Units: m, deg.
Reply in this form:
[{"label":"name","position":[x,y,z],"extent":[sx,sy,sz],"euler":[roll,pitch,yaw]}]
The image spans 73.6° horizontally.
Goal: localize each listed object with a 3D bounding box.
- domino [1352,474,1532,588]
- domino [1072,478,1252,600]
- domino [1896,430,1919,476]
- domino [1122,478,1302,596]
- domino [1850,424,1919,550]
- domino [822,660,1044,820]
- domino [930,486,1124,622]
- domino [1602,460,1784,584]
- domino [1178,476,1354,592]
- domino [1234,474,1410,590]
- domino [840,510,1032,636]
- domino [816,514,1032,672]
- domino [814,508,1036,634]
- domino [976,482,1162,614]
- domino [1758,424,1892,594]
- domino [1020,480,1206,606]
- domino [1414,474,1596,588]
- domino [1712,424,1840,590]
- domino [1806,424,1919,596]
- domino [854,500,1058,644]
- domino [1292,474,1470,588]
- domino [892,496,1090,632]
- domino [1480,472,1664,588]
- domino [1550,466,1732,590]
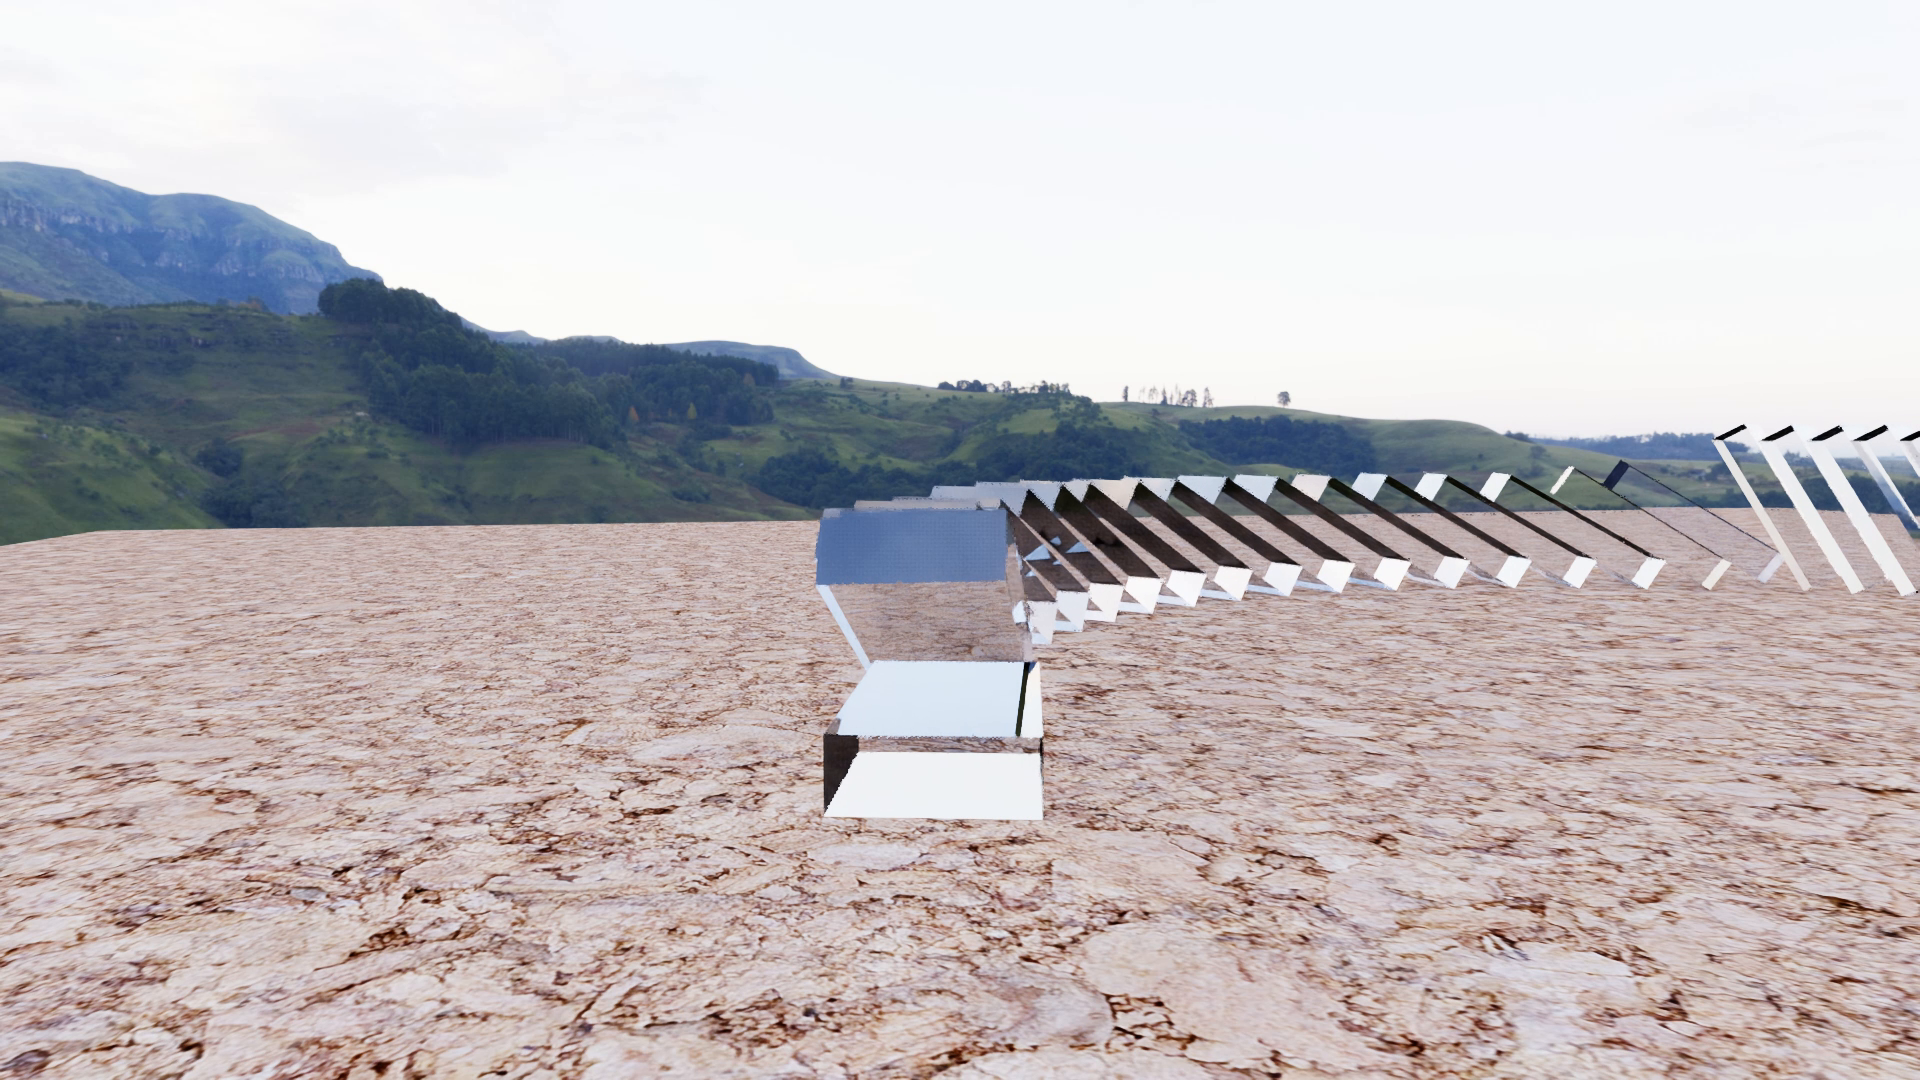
[{"label":"domino","position":[0.144,-0.003,0.390],"extent":[0.050,0.009,0.025],"euler":[30,3,-3]},{"label":"domino","position":[0.053,0.000,0.345],"extent":[0.050,0.009,0.025],"euler":[33,-16,-33]},{"label":"domino","position":[0.281,-0.008,0.354],"extent":[0.025,0.050,0.009],"euler":[-4,-24,-41]},{"label":"domino","position":[0.069,-0.001,0.359],"extent":[0.050,0.009,0.025],"euler":[31,-10,-25]},{"label":"domino","position":[0.274,-0.009,0.363],"extent":[0.025,0.050,0.009],"euler":[-4,-24,-41]},{"label":"domino","position":[-0.002,0.025,0.171],"extent":[0.025,0.009,0.050],"euler":[0,4,3]},{"label":"domino","position":[0.016,0.004,0.297],"extent":[0.025,0.009,0.050],"euler":[3,-25,35]},{"label":"domino","position":[0.224,-0.006,0.392],"extent":[0.050,0.009,0.025],"euler":[42,19,32]},{"label":"domino","position":[0.086,-0.002,0.370],"extent":[0.050,0.009,0.025],"euler":[31,-7,-21]},{"label":"domino","position":[0.105,-0.002,0.378],"extent":[0.050,0.009,0.025],"euler":[30,-4,-15]},{"label":"domino","position":[-0.002,0.010,0.212],"extent":[0.025,0.009,0.050],"euler":[-1,-24,7]},{"label":"domino","position":[-0.003,0.011,0.191],"extent":[0.025,0.009,0.050],"euler":[-2,-24,7]},{"label":"domino","position":[-0.005,0.009,0.237],"extent":[0.025,0.010,0.050],"euler":[2,-23,20]},{"label":"domino","position":[0.026,0.002,0.314],"extent":[0.025,0.009,0.050],"euler":[4,-25,41]},{"label":"domino","position":[0.256,-0.010,0.377],"extent":[0.025,0.050,0.009],"euler":[-4,-24,-43]},{"label":"domino","position":[0.038,0.001,0.332],"extent":[0.050,0.010,0.025],"euler":[34,-18,-36]},{"label":"domino","position":[0.165,-0.003,0.391],"extent":[0.050,0.009,0.025],"euler":[30,7,3]},{"label":"domino","position":[0.244,-0.010,0.382],"extent":[0.010,0.050,0.025],"euler":[-35,-20,37]},{"label":"domino","position":[0.267,-0.009,0.371],"extent":[0.025,0.050,0.009],"euler":[-4,-24,-41]},{"label":"domino","position":[0.000,0.007,0.257],"extent":[0.025,0.009,0.050],"euler":[2,-23,24]},{"label":"domino","position":[0.124,-0.003,0.385],"extent":[0.050,0.010,0.025],"euler":[30,0,-9]},{"label":"domino","position":[0.007,0.006,0.278],"extent":[0.025,0.010,0.050],"euler":[2,-23,29]},{"label":"domino","position":[0.185,-0.003,0.391],"extent":[0.050,0.009,0.025],"euler":[31,9,7]},{"label":"domino","position":[0.206,-0.004,0.390],"extent":[0.050,0.009,0.025],"euler":[36,16,16]}]
